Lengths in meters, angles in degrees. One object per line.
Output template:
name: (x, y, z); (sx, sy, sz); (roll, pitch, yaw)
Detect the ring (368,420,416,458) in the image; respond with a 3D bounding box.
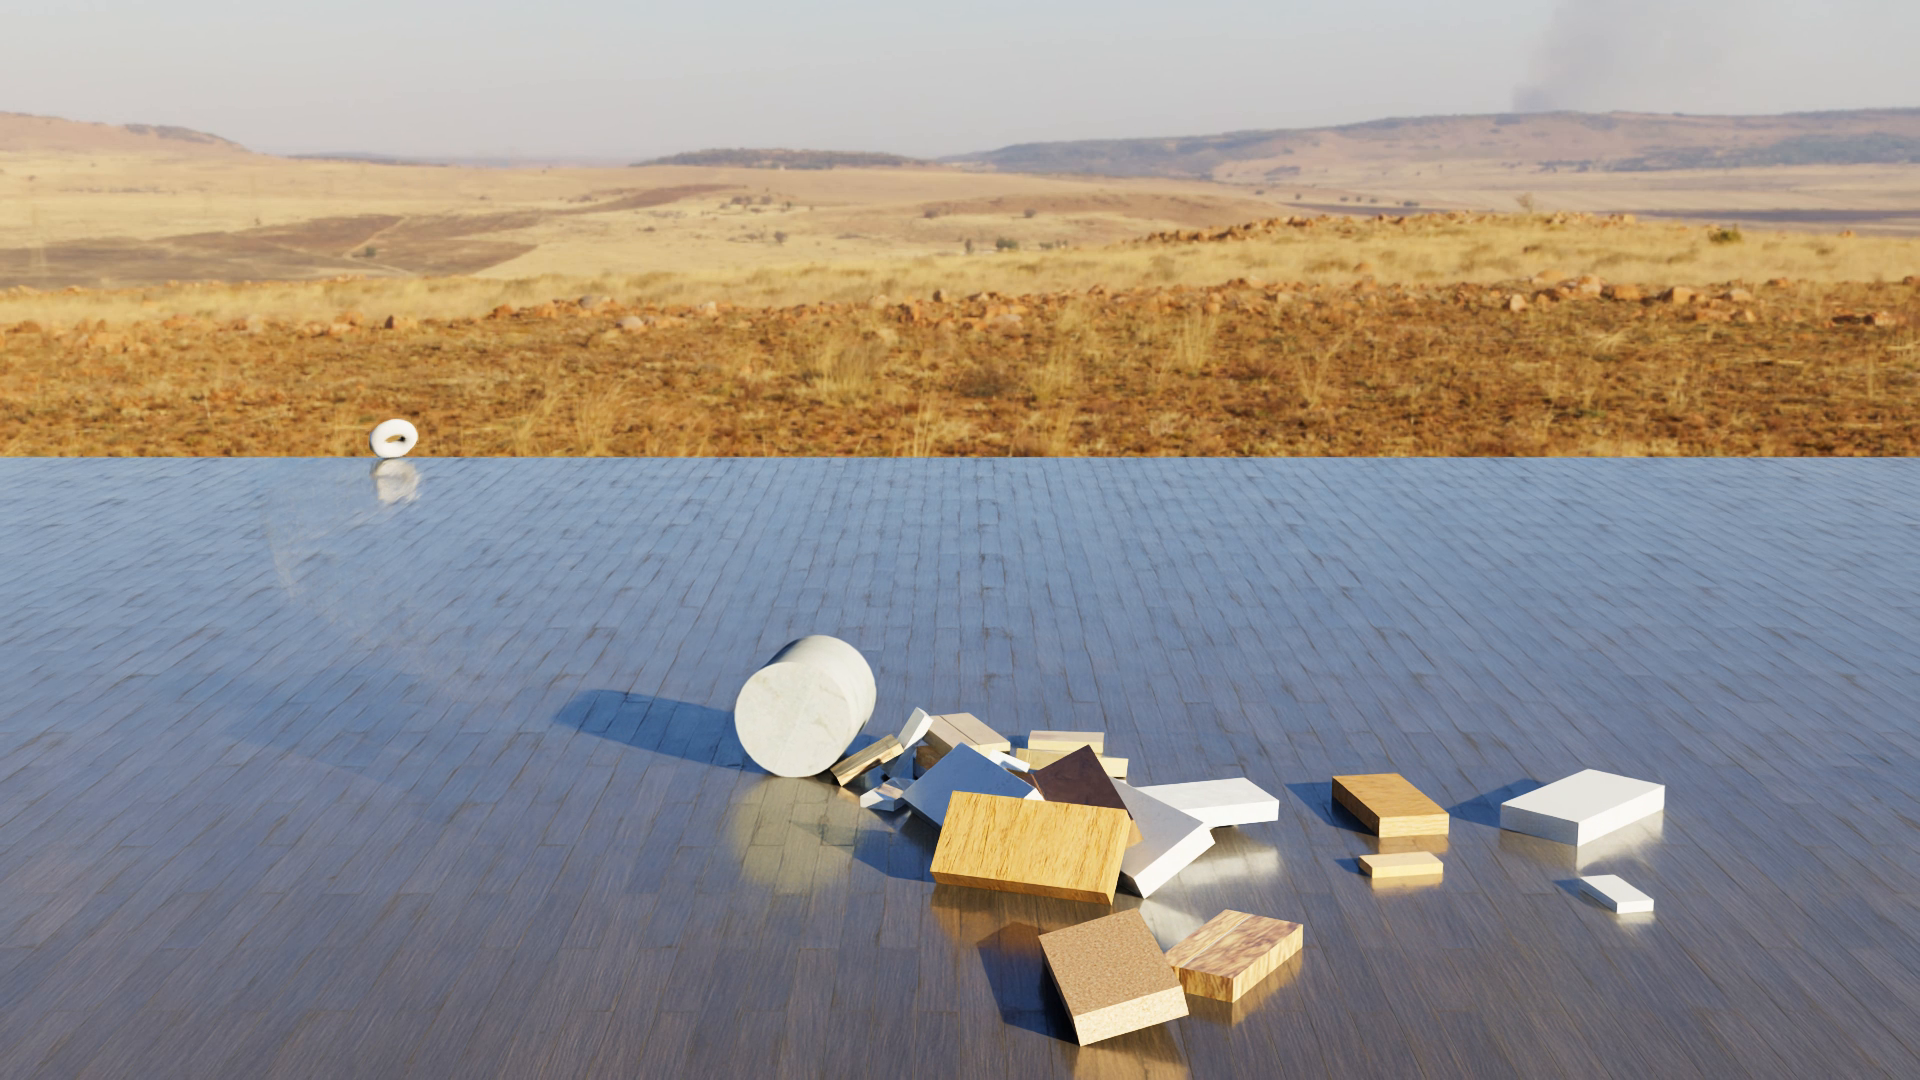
ring: (-2.197, -0.391, 8.521); (0.187, 0.187, 0.062); (-6, 50, -31)

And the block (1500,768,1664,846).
block: (1.154, 0.493, 4.071); (0.157, 0.045, 0.315); (10, 15, 44)

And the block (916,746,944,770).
block: (0.015, 0.436, 4.230); (0.116, 0.033, 0.231); (-5, 12, -24)

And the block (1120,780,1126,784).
block: (0.217, 0.493, 4.098); (0.123, 0.035, 0.247); (4, 11, 19)

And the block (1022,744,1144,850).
block: (0.204, 0.473, 3.847); (0.154, 0.044, 0.309); (-28, 22, -1)

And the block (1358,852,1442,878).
block: (0.759, 0.559, 3.788); (0.127, 0.018, 0.063); (-2, 11, -11)

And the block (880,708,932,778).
block: (-0.106, 0.401, 4.333); (0.020, 0.139, 0.070); (31, 1, -18)

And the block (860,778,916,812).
block: (-0.127, 0.483, 4.188); (0.070, 0.020, 0.139); (5, 12, 24)

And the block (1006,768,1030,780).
block: (0.079, 0.478, 4.019); (0.076, 0.022, 0.152); (10, 38, 13)

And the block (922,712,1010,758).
block: (0.002, 0.388, 4.309); (0.116, 0.033, 0.231); (-4, 11, -19)

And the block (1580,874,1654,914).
block: (1.086, 0.586, 3.642); (0.063, 0.018, 0.127); (-2, 11, -12)

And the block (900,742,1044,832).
block: (0.021, 0.470, 3.970); (0.154, 0.044, 0.326); (-40, 23, -12)

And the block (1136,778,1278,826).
block: (0.428, 0.479, 3.976); (0.261, 0.037, 0.130); (-3, 14, -21)

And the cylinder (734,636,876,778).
cylinder: (-0.308, 0.331, 4.421); (0.234, 0.234, 0.234); (2, 11, 10)

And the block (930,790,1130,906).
block: (0.118, 0.515, 3.691); (0.309, 0.044, 0.154); (4, 56, 20)

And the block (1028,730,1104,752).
block: (0.220, 0.417, 4.544); (0.152, 0.022, 0.076); (1, 11, 6)

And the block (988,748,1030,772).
block: (0.070, 0.458, 4.087); (0.076, 0.022, 0.152); (22, 40, 6)

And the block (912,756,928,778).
block: (-0.006, 0.463, 4.265); (0.116, 0.033, 0.231); (-3, 11, -15)

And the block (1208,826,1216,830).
block: (0.384, 0.507, 4.020); (0.123, 0.035, 0.247); (10, 15, 43)

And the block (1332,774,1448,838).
block: (0.798, 0.492, 4.095); (0.130, 0.037, 0.261); (-2, 11, -9)

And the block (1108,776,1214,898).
block: (0.281, 0.507, 3.805); (0.158, 0.045, 0.331); (-35, 23, -18)

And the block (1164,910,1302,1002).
block: (0.410, 0.631, 3.349); (0.130, 0.037, 0.261); (6, 12, 31)

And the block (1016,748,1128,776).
block: (0.218, 0.431, 4.255); (0.123, 0.035, 0.247); (6, -3, 28)

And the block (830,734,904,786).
block: (-0.183, 0.431, 4.311); (0.140, 0.020, 0.070); (-28, 17, -10)

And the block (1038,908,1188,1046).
block: (0.219, 0.633, 3.212); (0.157, 0.045, 0.315); (-15, 12, -4)
